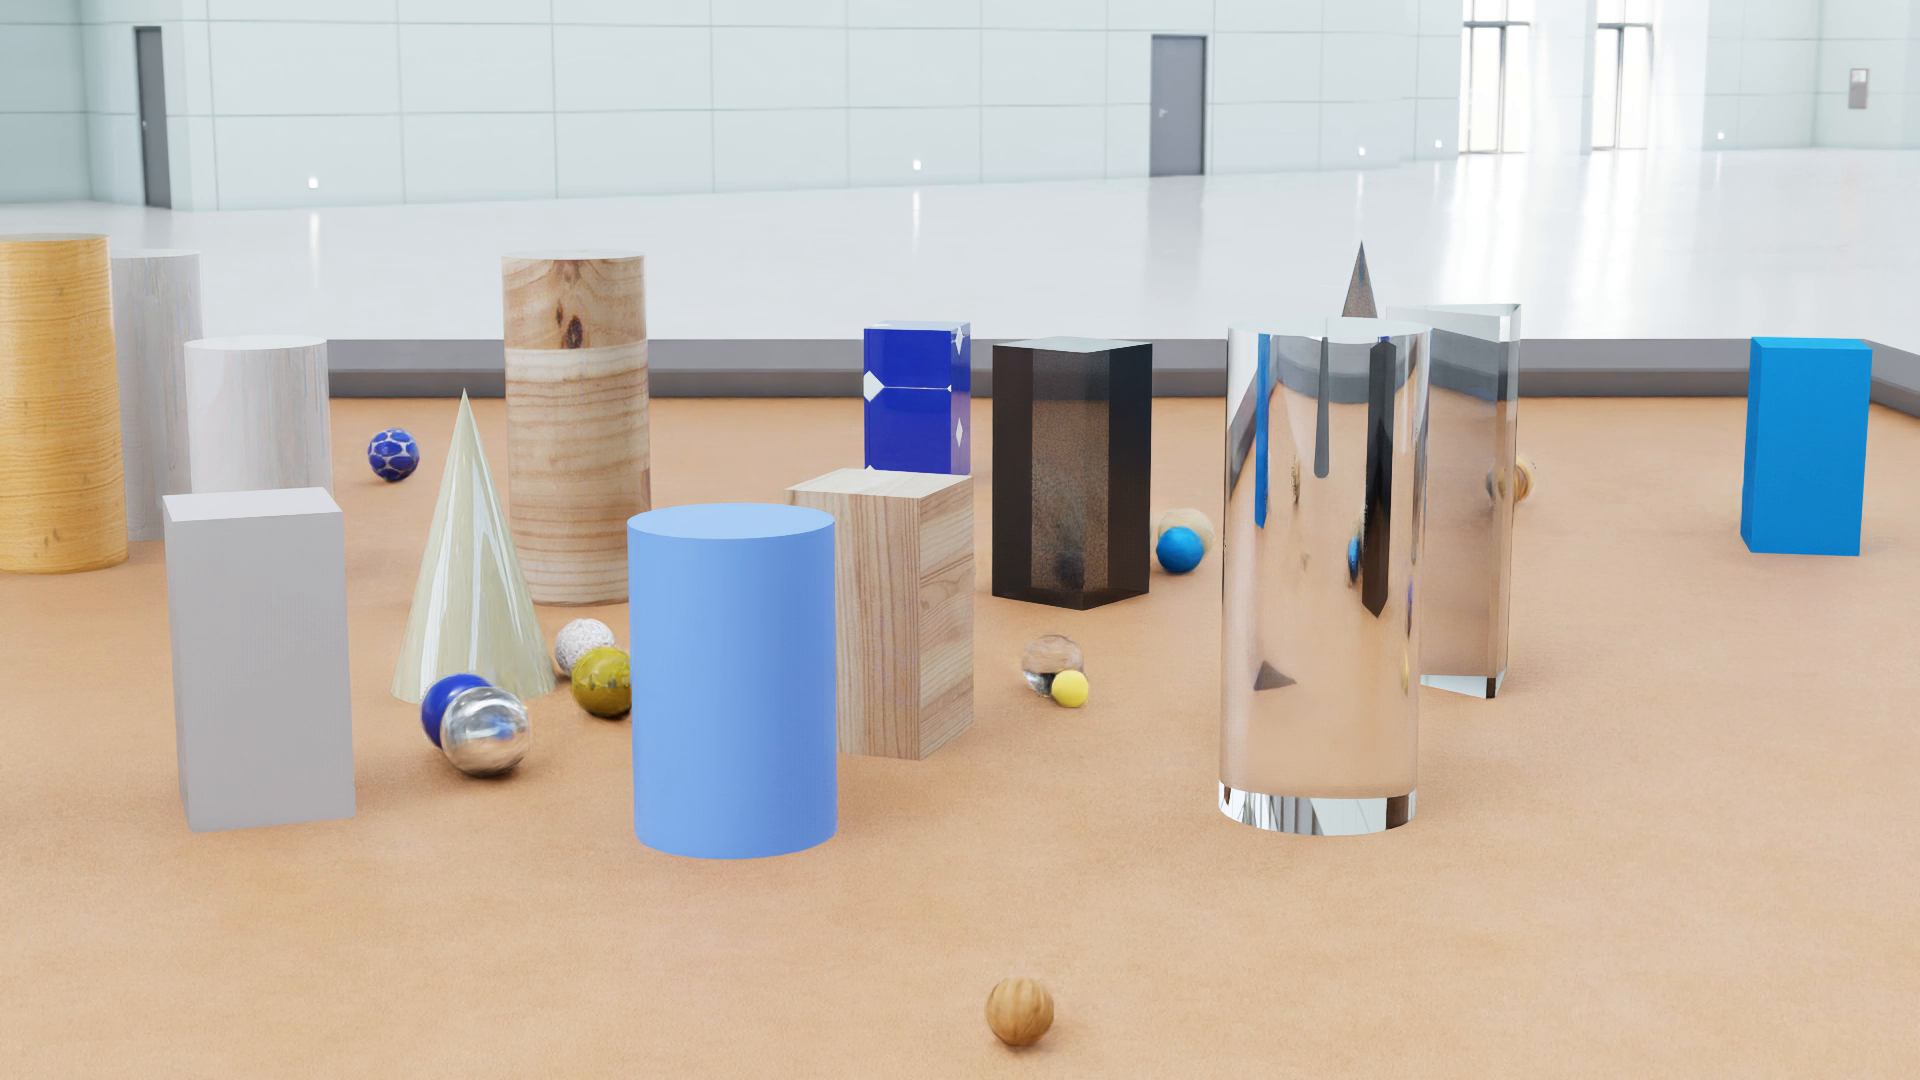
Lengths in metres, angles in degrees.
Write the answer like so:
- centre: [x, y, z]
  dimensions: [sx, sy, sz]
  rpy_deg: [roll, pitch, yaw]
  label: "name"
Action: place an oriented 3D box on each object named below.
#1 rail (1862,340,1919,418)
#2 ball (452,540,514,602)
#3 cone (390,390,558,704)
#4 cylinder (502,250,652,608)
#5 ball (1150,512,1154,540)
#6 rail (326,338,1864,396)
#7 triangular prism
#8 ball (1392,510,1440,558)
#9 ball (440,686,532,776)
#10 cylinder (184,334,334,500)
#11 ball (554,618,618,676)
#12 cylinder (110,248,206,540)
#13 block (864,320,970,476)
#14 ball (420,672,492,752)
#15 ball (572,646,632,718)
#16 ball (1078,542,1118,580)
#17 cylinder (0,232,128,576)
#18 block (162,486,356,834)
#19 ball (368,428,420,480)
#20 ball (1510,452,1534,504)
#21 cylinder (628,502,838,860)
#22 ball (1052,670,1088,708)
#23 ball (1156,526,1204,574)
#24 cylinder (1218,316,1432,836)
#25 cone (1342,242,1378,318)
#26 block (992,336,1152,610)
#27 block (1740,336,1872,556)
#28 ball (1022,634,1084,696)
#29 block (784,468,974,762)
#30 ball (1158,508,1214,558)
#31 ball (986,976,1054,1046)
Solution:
- centre: [1.991, 0.031, 3.460]
  dimensions: [0.045, 0.127, 4.538]
  rpy_deg: [0, 11, 0]
  label: "rail"
- centre: [-0.654, 0.042, 3.517]
  dimensions: [0.085, 0.085, 0.085]
  rpy_deg: [0, 11, 0]
  label: "ball"
- centre: [-0.575, -0.001, 3.009]
  dimensions: [0.195, 0.356, 0.195]
  rpy_deg: [0, 11, 0]
  label: "cone"
- centre: [-0.526, -0.158, 3.538]
  dimensions: [0.195, 0.471, 0.195]
  rpy_deg: [0, 11, 0]
  label: "cylinder"
- centre: [0.240, -0.021, 3.823]
  dimensions: [0.098, 0.098, 0.098]
  rpy_deg: [0, 11, 0]
  label: "ball"
- centre: [-0.013, -0.377, 5.657]
  dimensions: [4.029, 0.127, 0.045]
  rpy_deg: [0, 11, 0]
  label: "rail"
- centre: [0.613, -0.055, 3.054]
  dimensions: [0.146, 0.445, 0.169]
  rpy_deg: [-10, 14, -42]
  label: "triangular prism"
- centre: [0.681, -0.010, 3.836]
  dimensions: [0.071, 0.071, 0.071]
  rpy_deg: [0, 11, 0]
  label: "ball"
- centre: [-0.491, 0.198, 2.654]
  dimensions: [0.094, 0.094, 0.094]
  rpy_deg: [0, 11, 0]
  label: "ball"
- centre: [-0.995, -0.113, 3.654]
  dimensions: [0.195, 0.339, 0.195]
  rpy_deg: [0, 11, 0]
  label: "cylinder"
- centre: [-0.448, 0.130, 3.072]
  dimensions: [0.075, 0.075, 0.075]
  rpy_deg: [0, 11, 0]
  label: "ball"
- centre: [-1.279, -0.231, 4.026]
  dimensions: [0.195, 0.437, 0.195]
  rpy_deg: [0, 11, 0]
  label: "cylinder"
- centre: [-0.075, -0.246, 4.556]
  dimensions: [0.156, 0.272, 0.156]
  rpy_deg: [2, 11, 13]
  label: "block"
- centre: [-0.531, 0.186, 2.736]
  dimensions: [0.088, 0.088, 0.088]
  rpy_deg: [0, 11, 0]
  label: "ball"
- centre: [-0.398, 0.160, 2.894]
  dimensions: [0.080, 0.080, 0.080]
  rpy_deg: [0, 11, 0]
  label: "ball"
- centre: [0.197, 0.030, 3.664]
  dimensions: [0.055, 0.055, 0.055]
  rpy_deg: [0, 11, 0]
  label: "ball"
- centre: [-1.333, -0.202, 3.756]
  dimensions: [0.195, 0.479, 0.195]
  rpy_deg: [0, 11, 0]
  label: "cylinder"
- centre: [-0.692, 0.114, 2.531]
  dimensions: [0.156, 0.304, 0.156]
  rpy_deg: [-4, 11, -20]
  label: "block"
- centre: [-1.001, -0.151, 4.538]
  dimensions: [0.092, 0.092, 0.092]
  rpy_deg: [0, 11, 0]
  label: "ball"
- centre: [0.921, -0.104, 4.304]
  dimensions: [0.085, 0.085, 0.085]
  rpy_deg: [0, 11, 0]
  label: "ball"
- centre: [-0.216, 0.130, 2.449]
  dimensions: [0.195, 0.302, 0.195]
  rpy_deg: [0, 11, 0]
  label: "cylinder"
- centre: [0.126, 0.170, 2.943]
  dimensions: [0.043, 0.043, 0.043]
  rpy_deg: [0, 11, 0]
  label: "ball"
- centre: [0.318, 0.015, 3.712]
  dimensions: [0.068, 0.068, 0.068]
  rpy_deg: [0, 11, 0]
  label: "ball"
- centre: [0.355, 0.030, 2.506]
  dimensions: [0.195, 0.478, 0.195]
  rpy_deg: [0, 11, 0]
  label: "cylinder"
- centre: [0.727, -0.341, 4.679]
  dimensions: [0.195, 0.415, 0.195]
  rpy_deg: [0, 11, 0]
  label: "cone"
- centre: [0.154, -0.096, 3.538]
  dimensions: [0.156, 0.350, 0.156]
  rpy_deg: [8, 13, 38]
  label: "block"
- centre: [1.286, -0.145, 3.907]
  dimensions: [0.156, 0.311, 0.156]
  rpy_deg: [2, 11, 11]
  label: "block"
- centre: [0.109, 0.146, 2.992]
  dimensions: [0.072, 0.072, 0.072]
  rpy_deg: [0, 11, 0]
  label: "ball"
- centre: [-0.086, 0.077, 2.790]
  dimensions: [0.156, 0.282, 0.156]
  rpy_deg: [4, 11, 21]
  label: "block"
- centre: [0.332, -0.006, 3.786]
  dimensions: [0.082, 0.082, 0.082]
  rpy_deg: [0, 11, 0]
  label: "ball"
- centre: [0.045, 0.354, 1.929]
  dimensions: [0.052, 0.052, 0.052]
  rpy_deg: [0, 11, 0]
  label: "ball"
